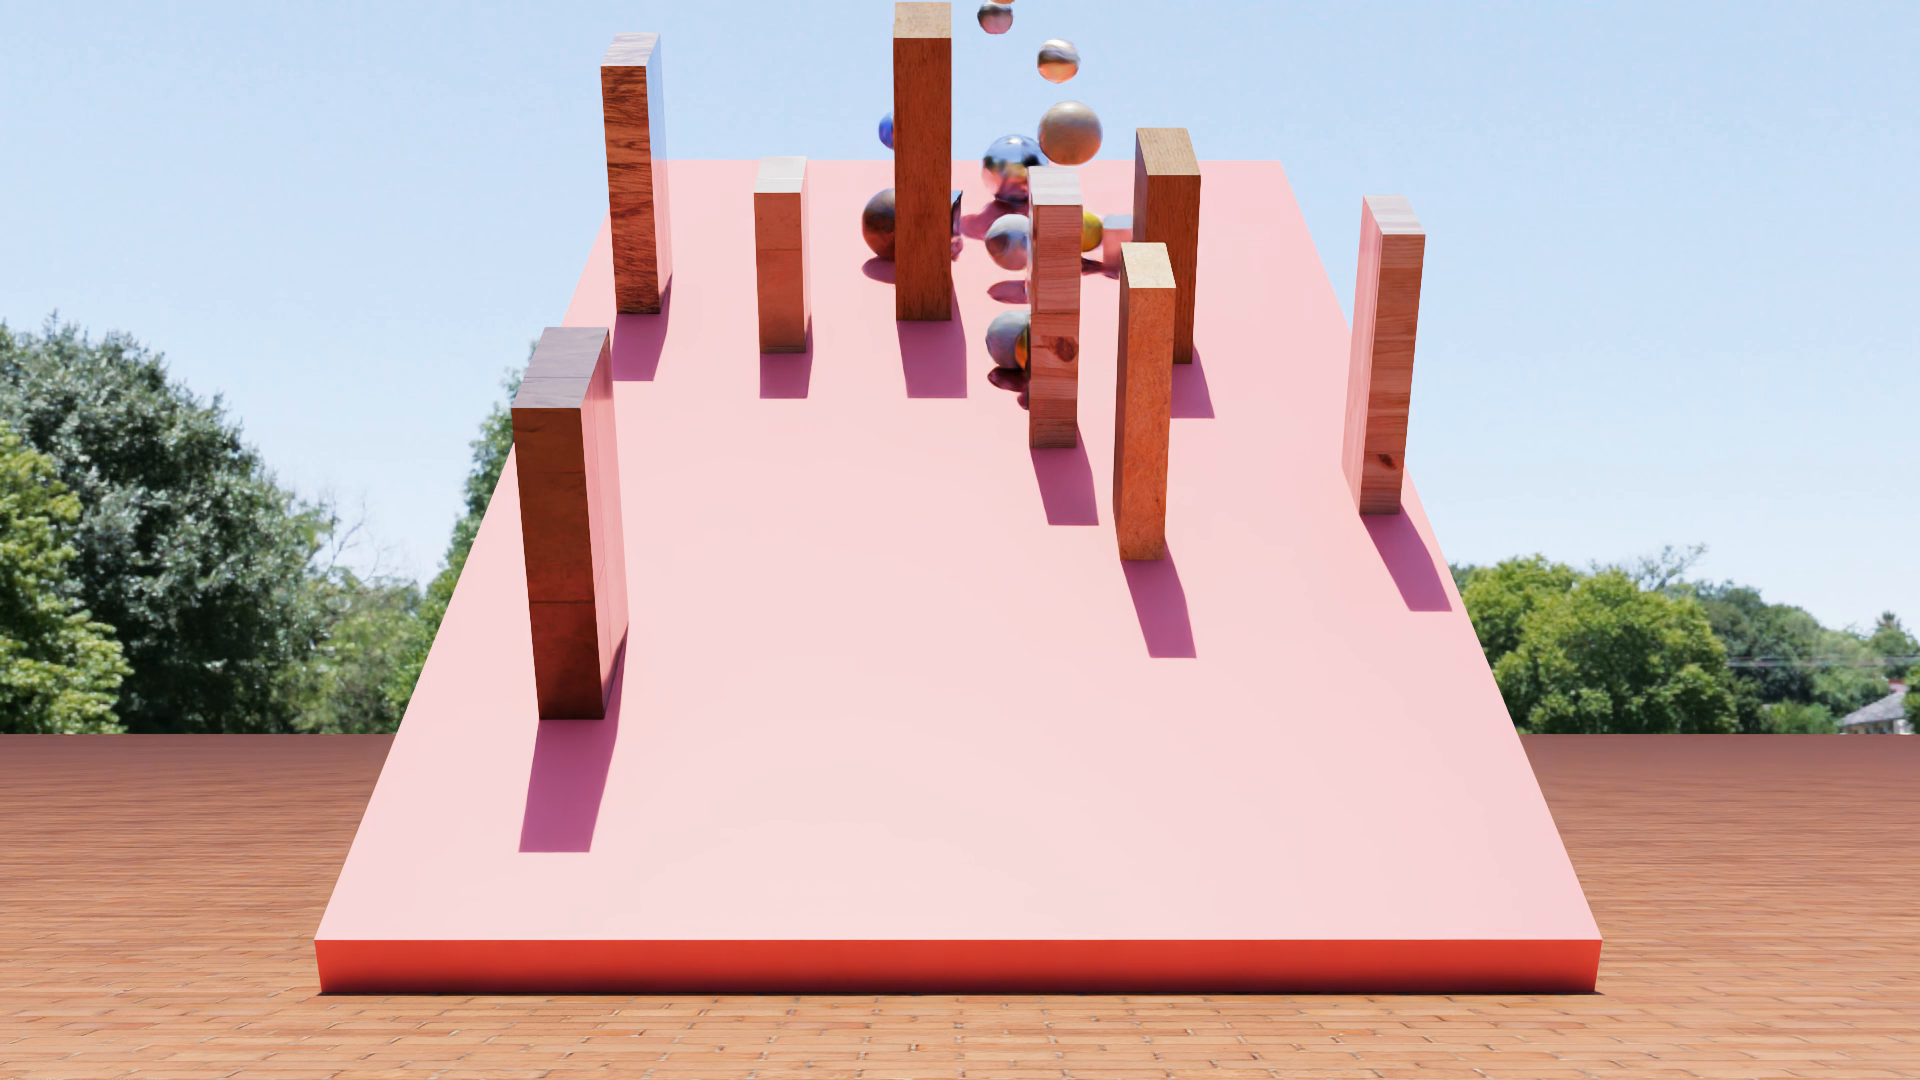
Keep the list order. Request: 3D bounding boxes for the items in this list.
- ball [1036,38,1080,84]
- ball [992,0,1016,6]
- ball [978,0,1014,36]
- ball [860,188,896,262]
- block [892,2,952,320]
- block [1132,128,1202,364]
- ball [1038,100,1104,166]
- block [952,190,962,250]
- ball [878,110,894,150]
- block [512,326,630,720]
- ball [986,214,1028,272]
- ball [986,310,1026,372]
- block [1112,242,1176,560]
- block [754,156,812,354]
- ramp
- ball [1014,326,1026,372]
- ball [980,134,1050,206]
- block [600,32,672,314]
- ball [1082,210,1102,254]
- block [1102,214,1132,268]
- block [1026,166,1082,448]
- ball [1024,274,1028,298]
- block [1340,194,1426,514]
[{"bbox_3d":[0.281,-1.371,6.765,0.127,0.127,0.127,0,-5,0],"label":"ball"},{"bbox_3d":[0.125,-1.593,6.757,0.124,0.124,0.124,0,-5,0],"label":"ball"},{"bbox_3d":[0.105,-1.534,6.927,0.108,0.108,0.108,0,-5,0],"label":"ball"},{"bbox_3d":[-0.170,-0.855,6.399,0.200,0.200,0.200,0,-5,0],"label":"ball"},{"bbox_3d":[-0.093,-0.967,6.033,0.142,0.730,0.357,0,27,0],"label":"block"},{"bbox_3d":[0.504,-0.731,5.844,0.126,0.480,0.386,0,27,0],"label":"block"},{"bbox_3d":[0.310,-1.141,6.642,0.185,0.185,0.185,0,-5,0],"label":"ball"},{"bbox_3d":[-0.071,-0.890,6.547,0.130,0.130,0.130,5,25,10],"label":"block"},{"bbox_3d":[-0.179,-1.178,6.795,0.115,0.115,0.115,0,-5,0],"label":"ball"},{"bbox_3d":[-0.700,-0.033,4.291,0.117,0.611,0.374,0,27,0],"label":"block"},{"bbox_3d":[0.143,-0.784,6.239,0.152,0.152,0.152,0,-5,0],"label":"ball"},{"bbox_3d":[0.137,-0.483,5.712,0.150,0.150,0.150,0,-5,0],"label":"ball"},{"bbox_3d":[0.372,-0.282,4.819,0.089,0.590,0.260,0,27,0],"label":"block"},{"bbox_3d":[-0.439,-0.711,5.873,0.113,0.413,0.290,0,27,0],"label":"block"},{"bbox_3d":[-0.010,-0.228,5.482,2.000,0.100,4.000,0,27,0],"label":"ramp"},{"bbox_3d":[0.195,-0.451,5.586,0.135,0.135,0.135,0,-5,0],"label":"ball"},{"bbox_3d":[0.160,-1.070,6.831,0.204,0.204,0.204,0,-5,0],"label":"ball"},{"bbox_3d":[-0.826,-0.942,6.073,0.111,0.647,0.320,0,27,0],"label":"block"},{"bbox_3d":[0.332,-0.837,6.416,0.117,0.117,0.117,0,-5,0],"label":"ball"},{"bbox_3d":[0.445,-0.810,6.403,0.112,0.112,0.112,2,28,6],"label":"block"},{"bbox_3d":[0.209,-0.524,5.324,0.107,0.573,0.270,0,27,0],"label":"block"},{"bbox_3d":[0.228,-0.655,6.086,0.127,0.127,0.127,0,-5,0],"label":"ball"},{"bbox_3d":[0.891,-0.390,5.000,0.087,0.626,0.253,0,27,0],"label":"block"}]
